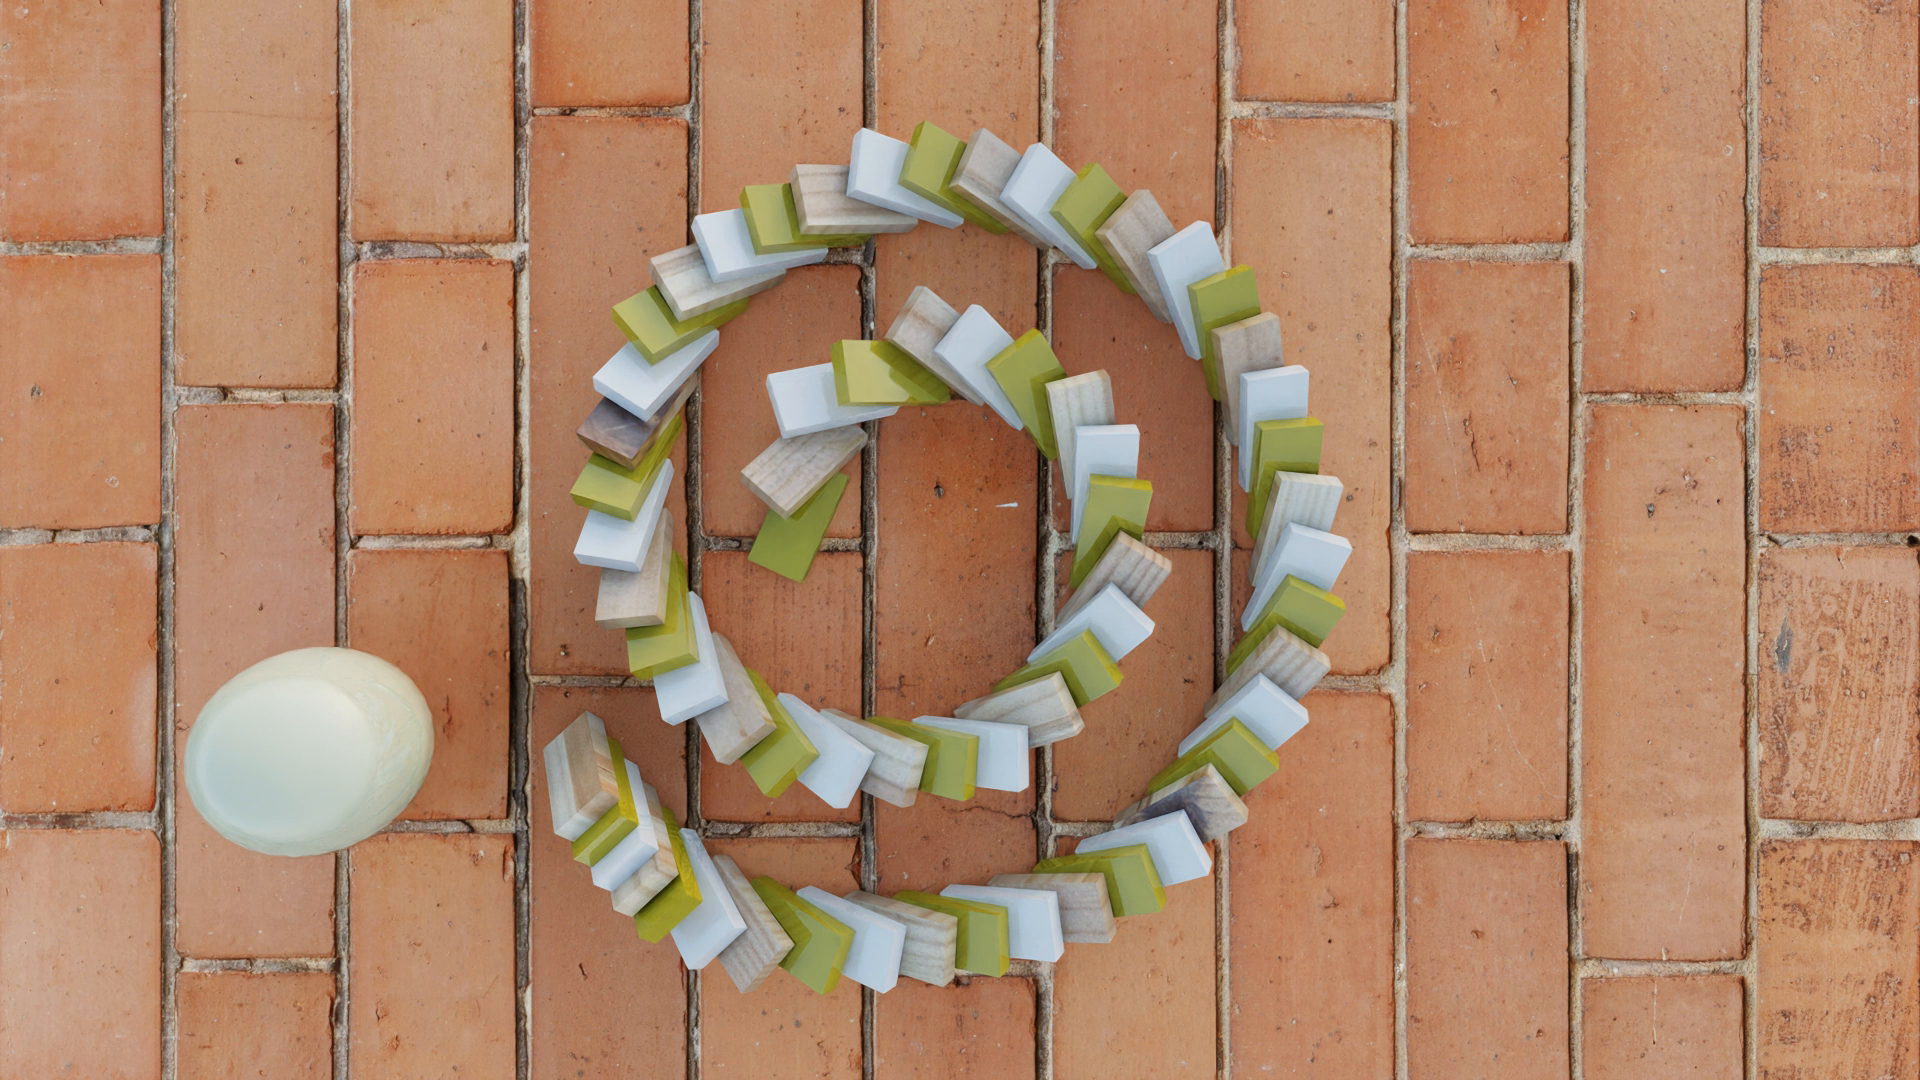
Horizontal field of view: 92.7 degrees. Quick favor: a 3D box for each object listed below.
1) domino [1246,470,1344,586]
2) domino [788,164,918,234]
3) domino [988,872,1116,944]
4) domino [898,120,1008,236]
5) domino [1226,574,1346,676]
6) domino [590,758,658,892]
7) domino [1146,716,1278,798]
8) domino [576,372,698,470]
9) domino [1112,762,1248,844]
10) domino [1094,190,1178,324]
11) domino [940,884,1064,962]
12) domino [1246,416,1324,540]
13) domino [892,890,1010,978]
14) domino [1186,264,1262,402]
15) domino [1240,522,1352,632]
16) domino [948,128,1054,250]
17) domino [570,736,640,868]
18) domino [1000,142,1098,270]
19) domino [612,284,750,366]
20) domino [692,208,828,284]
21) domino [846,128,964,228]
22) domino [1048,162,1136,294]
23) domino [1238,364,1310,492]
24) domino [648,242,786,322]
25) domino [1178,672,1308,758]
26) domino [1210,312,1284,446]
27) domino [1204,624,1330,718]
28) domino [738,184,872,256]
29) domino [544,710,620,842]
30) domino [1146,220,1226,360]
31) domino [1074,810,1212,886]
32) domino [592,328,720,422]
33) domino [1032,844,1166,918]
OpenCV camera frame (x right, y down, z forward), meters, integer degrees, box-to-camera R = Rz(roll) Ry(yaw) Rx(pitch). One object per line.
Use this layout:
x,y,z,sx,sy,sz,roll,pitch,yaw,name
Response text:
0.140,-0.003,0.384,0.025,0.009,0.050,6,118,0,domino
-0.044,-0.143,0.384,0.050,0.010,0.025,-11,90,-28,domino
0.038,0.154,0.384,0.050,0.010,0.025,-12,90,28,domino
0.001,-0.151,0.384,0.050,0.010,0.025,18,90,-28,domino
0.136,0.041,0.384,0.025,0.009,0.050,25,118,0,domino
-0.141,0.116,0.378,0.025,0.050,0.010,-42,130,0,domino
0.106,0.099,0.384,0.025,0.010,0.050,43,118,0,domino
-0.134,-0.056,0.384,0.025,0.010,0.050,26,61,0,domino
0.092,0.116,0.384,0.050,0.009,0.025,-39,90,28,domino
0.081,-0.118,0.384,0.025,0.010,0.050,-46,118,0,domino
0.017,0.160,0.384,0.050,0.010,0.025,-7,90,28,domino
0.136,-0.025,0.384,0.025,0.009,0.050,-5,118,0,domino
-0.004,0.164,0.384,0.050,0.010,0.025,-2,90,28,domino
0.113,-0.086,0.384,0.025,0.009,0.050,-21,118,0,domino
0.140,0.019,0.384,0.025,0.009,0.050,16,118,0,domino
0.022,-0.146,0.384,0.050,0.010,0.025,24,90,-28,domino
-0.149,0.106,0.378,0.025,0.050,0.009,-42,130,0,domino
0.043,-0.139,0.384,0.050,0.010,0.025,30,90,-28,domino
-0.116,-0.097,0.384,0.050,0.010,0.025,-40,90,-29,domino
-0.083,-0.126,0.384,0.050,0.010,0.025,-22,90,-28,domino
-0.021,-0.151,0.384,0.050,0.010,0.025,7,90,-29,domino
0.063,-0.130,0.384,0.050,0.009,0.025,38,90,-28,domino
0.131,-0.046,0.384,0.025,0.009,0.050,-9,118,0,domino
-0.101,-0.112,0.384,0.050,0.010,0.025,-31,90,-29,domino
0.118,0.081,0.384,0.025,0.010,0.050,38,118,0,domino
0.122,-0.067,0.384,0.025,0.010,0.050,-17,118,0,domino
0.128,0.062,0.384,0.025,0.010,0.050,33,118,0,domino
-0.064,-0.136,0.384,0.050,0.009,0.025,-16,90,-28,domino
-0.157,0.096,0.378,0.025,0.050,0.009,-42,130,0,domino
0.100,-0.104,0.384,0.025,0.009,0.050,-31,119,0,domino
0.076,0.133,0.384,0.050,0.010,0.025,-28,90,28,domino
-0.126,-0.075,0.384,0.025,0.009,0.050,32,62,0,domino
0.058,0.145,0.384,0.050,0.010,0.025,-20,90,28,domino
